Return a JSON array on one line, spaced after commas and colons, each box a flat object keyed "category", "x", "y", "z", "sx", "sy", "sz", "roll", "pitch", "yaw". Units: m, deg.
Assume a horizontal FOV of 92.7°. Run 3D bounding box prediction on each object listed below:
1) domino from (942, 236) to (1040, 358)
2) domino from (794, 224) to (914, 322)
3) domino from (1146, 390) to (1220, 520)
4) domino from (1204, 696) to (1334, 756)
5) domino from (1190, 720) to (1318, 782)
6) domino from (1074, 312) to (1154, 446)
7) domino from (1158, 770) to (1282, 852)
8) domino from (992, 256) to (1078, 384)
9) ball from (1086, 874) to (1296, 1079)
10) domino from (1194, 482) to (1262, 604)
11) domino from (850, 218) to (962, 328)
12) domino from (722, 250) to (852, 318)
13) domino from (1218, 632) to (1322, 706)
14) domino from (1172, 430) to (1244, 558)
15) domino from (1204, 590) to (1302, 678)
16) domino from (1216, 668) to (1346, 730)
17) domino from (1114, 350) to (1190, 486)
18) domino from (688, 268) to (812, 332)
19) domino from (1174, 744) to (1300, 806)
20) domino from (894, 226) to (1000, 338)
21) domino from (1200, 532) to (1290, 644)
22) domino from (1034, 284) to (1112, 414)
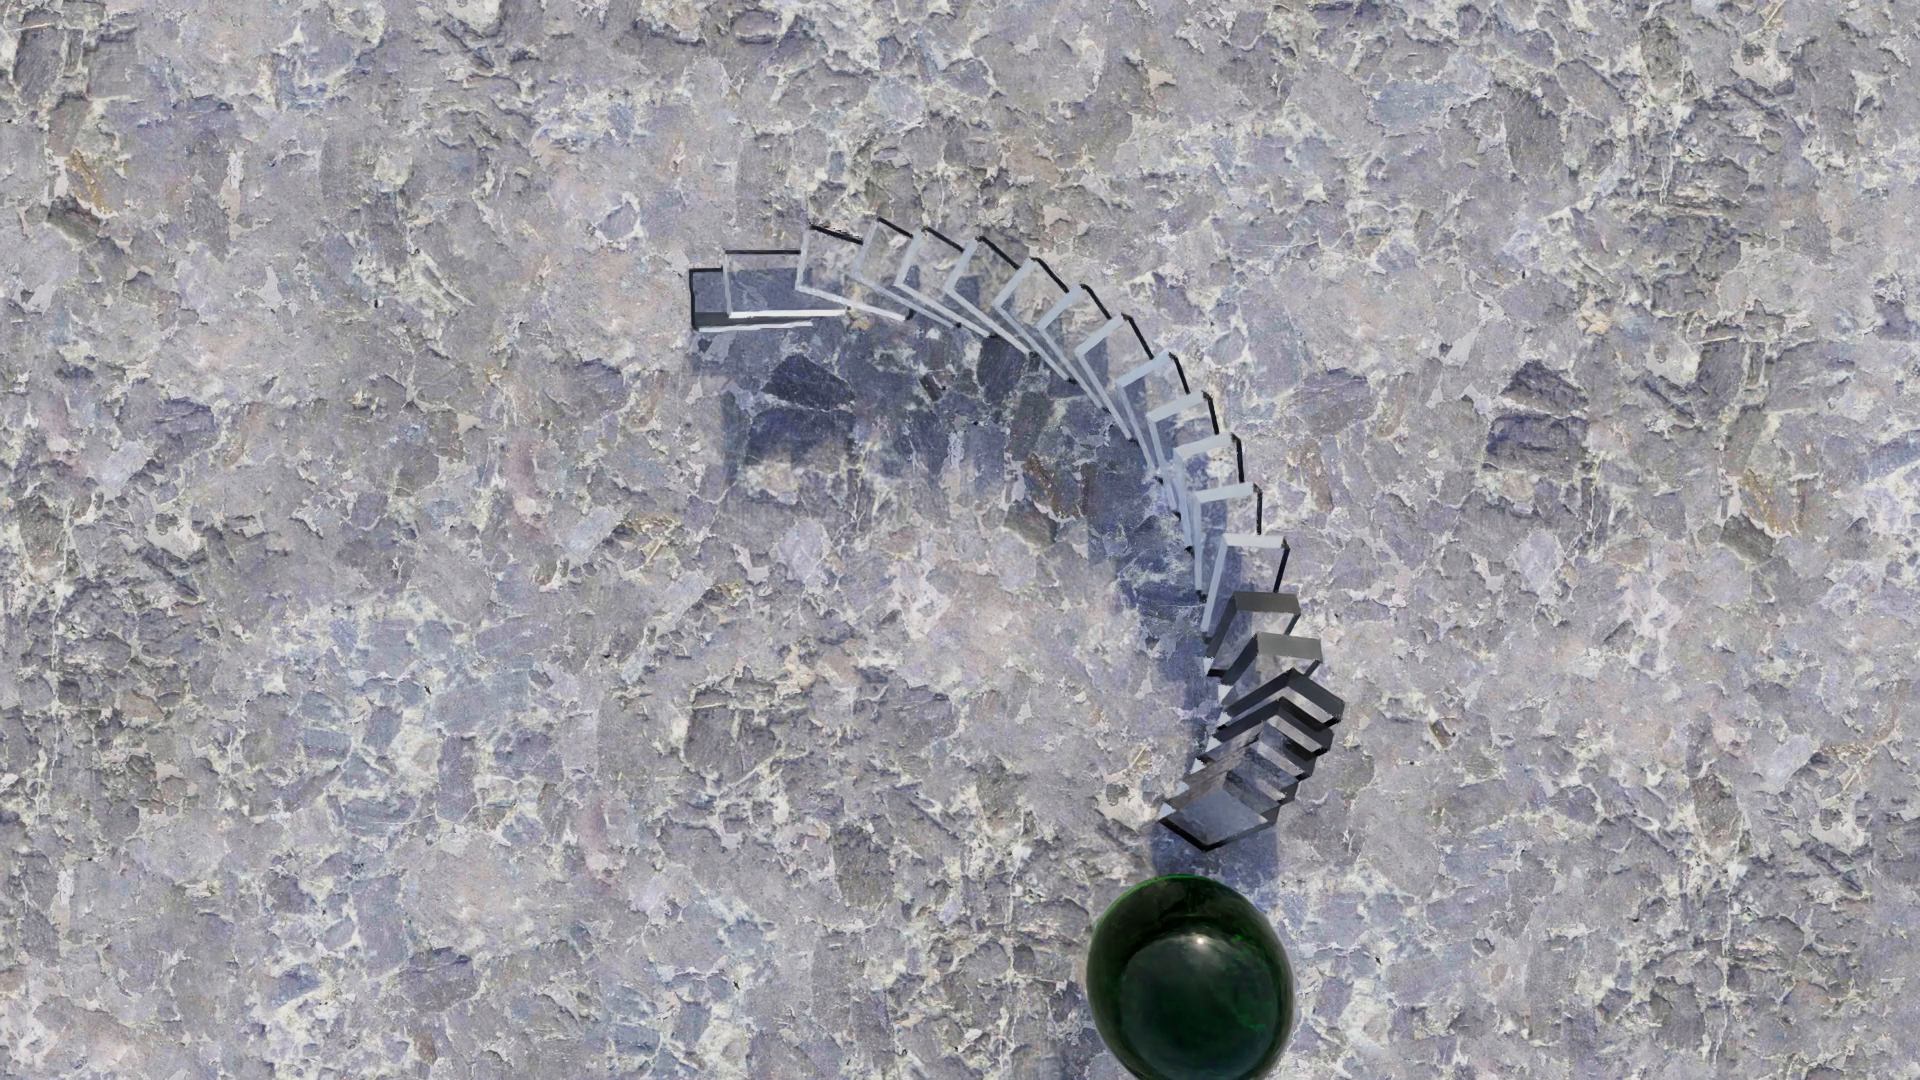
[{"category": "domino", "x": 0.019, "y": -0.101, "z": 0.383, "sx": 0.050, "sy": 0.009, "sz": 0.025, "roll": 31, "pitch": 88, "yaw": -31}, {"category": "domino", "x": -0.042, "y": -0.111, "z": 0.384, "sx": 0.050, "sy": 0.009, "sz": 0.025, "roll": 10, "pitch": 89, "yaw": -28}, {"category": "domino", "x": 0.096, "y": -0.035, "z": 0.382, "sx": 0.025, "sy": 0.009, "sz": 0.050, "roll": -24, "pitch": 123, "yaw": -1}, {"category": "domino", "x": 0.126, "y": 0.084, "z": 0.377, "sx": 0.025, "sy": 0.050, "sz": 0.010, "roll": 35, "pitch": 54, "yaw": -1}, {"category": "domino", "x": 0.119, "y": 0.093, "z": 0.377, "sx": 0.025, "sy": 0.050, "sz": 0.009, "roll": 34, "pitch": 54, "yaw": 0}, {"category": "domino", "x": 0.071, "y": -0.067, "z": 0.383, "sx": 0.025, "sy": 0.009, "sz": 0.050, "roll": -39, "pitch": 120, "yaw": -1}, {"category": "domino", "x": 0.105, "y": 0.112, "z": 0.377, "sx": 0.025, "sy": 0.050, "sz": 0.009, "roll": 34, "pitch": 54, "yaw": 0}, {"category": "domino", "x": 0.039, "y": -0.091, "z": 0.383, "sx": 0.050, "sy": 0.009, "sz": 0.025, "roll": 39, "pitch": 89, "yaw": -30}, {"category": "ball", "x": 0.090, "y": 0.174, "z": 0.360, "sx": 0.080, "sy": 0.080, "sz": 0.080, "roll": 0, "pitch": 90, "yaw": 0}, {"category": "domino", "x": 0.112, "y": 0.002, "z": 0.383, "sx": 0.025, "sy": 0.009, "sz": 0.050, "roll": -10, "pitch": 122, "yaw": 0}, {"category": "domino", "x": -0.018, "y": -0.111, "z": 0.384, "sx": 0.050, "sy": 0.009, "sz": 0.025, "roll": 21, "pitch": 90, "yaw": -27}, {"category": "domino", "x": -0.072, "y": -0.107, "z": 0.382, "sx": 0.050, "sy": 0.009, "sz": 0.025, "roll": -7, "pitch": 92, "yaw": -24}, {"category": "domino", "x": 0.126, "y": 0.055, "z": 0.377, "sx": 0.025, "sy": 0.050, "sz": 0.009, "roll": 7, "pitch": 57, "yaw": 0}, {"category": "domino", "x": 0.105, "y": -0.018, "z": 0.382, "sx": 0.025, "sy": 0.009, "sz": 0.050, "roll": -17, "pitch": 122, "yaw": -2}, {"category": "domino", "x": 0.119, "y": 0.040, "z": 0.378, "sx": 0.025, "sy": 0.050, "sz": 0.009, "roll": 3, "pitch": 51, "yaw": 0}, {"category": "domino", "x": 0.131, "y": 0.072, "z": 0.377, "sx": 0.025, "sy": 0.050, "sz": 0.010, "roll": 33, "pitch": 54, "yaw": 0}, {"category": "domino", "x": 0.086, "y": -0.050, "z": 0.384, "sx": 0.025, "sy": 0.010, "sz": 0.050, "roll": -29, "pitch": 120, "yaw": 0}, {"category": "domino", "x": -0.090, "y": -0.104, "z": 0.395, "sx": 0.050, "sy": 0.009, "sz": 0.025, "roll": -3, "pitch": 90, "yaw": 0}, {"category": "domino", "x": 0.113, "y": 0.103, "z": 0.377, "sx": 0.025, "sy": 0.050, "sz": 0.009, "roll": 34, "pitch": 54, "yaw": 0}, {"category": "domino", "x": 0.000, "y": -0.107, "z": 0.382, "sx": 0.050, "sy": 0.010, "sz": 0.025, "roll": 22, "pitch": 89, "yaw": -31}, {"category": "domino", "x": 0.118, "y": 0.022, "z": 0.383, "sx": 0.025, "sy": 0.010, "sz": 0.050, "roll": 3, "pitch": 122, "yaw": 0}, {"category": "domino", "x": 0.056, "y": -0.079, "z": 0.383, "sx": 0.025, "sy": 0.010, "sz": 0.050, "roll": -44, "pitch": 120, "yaw": 0}]
